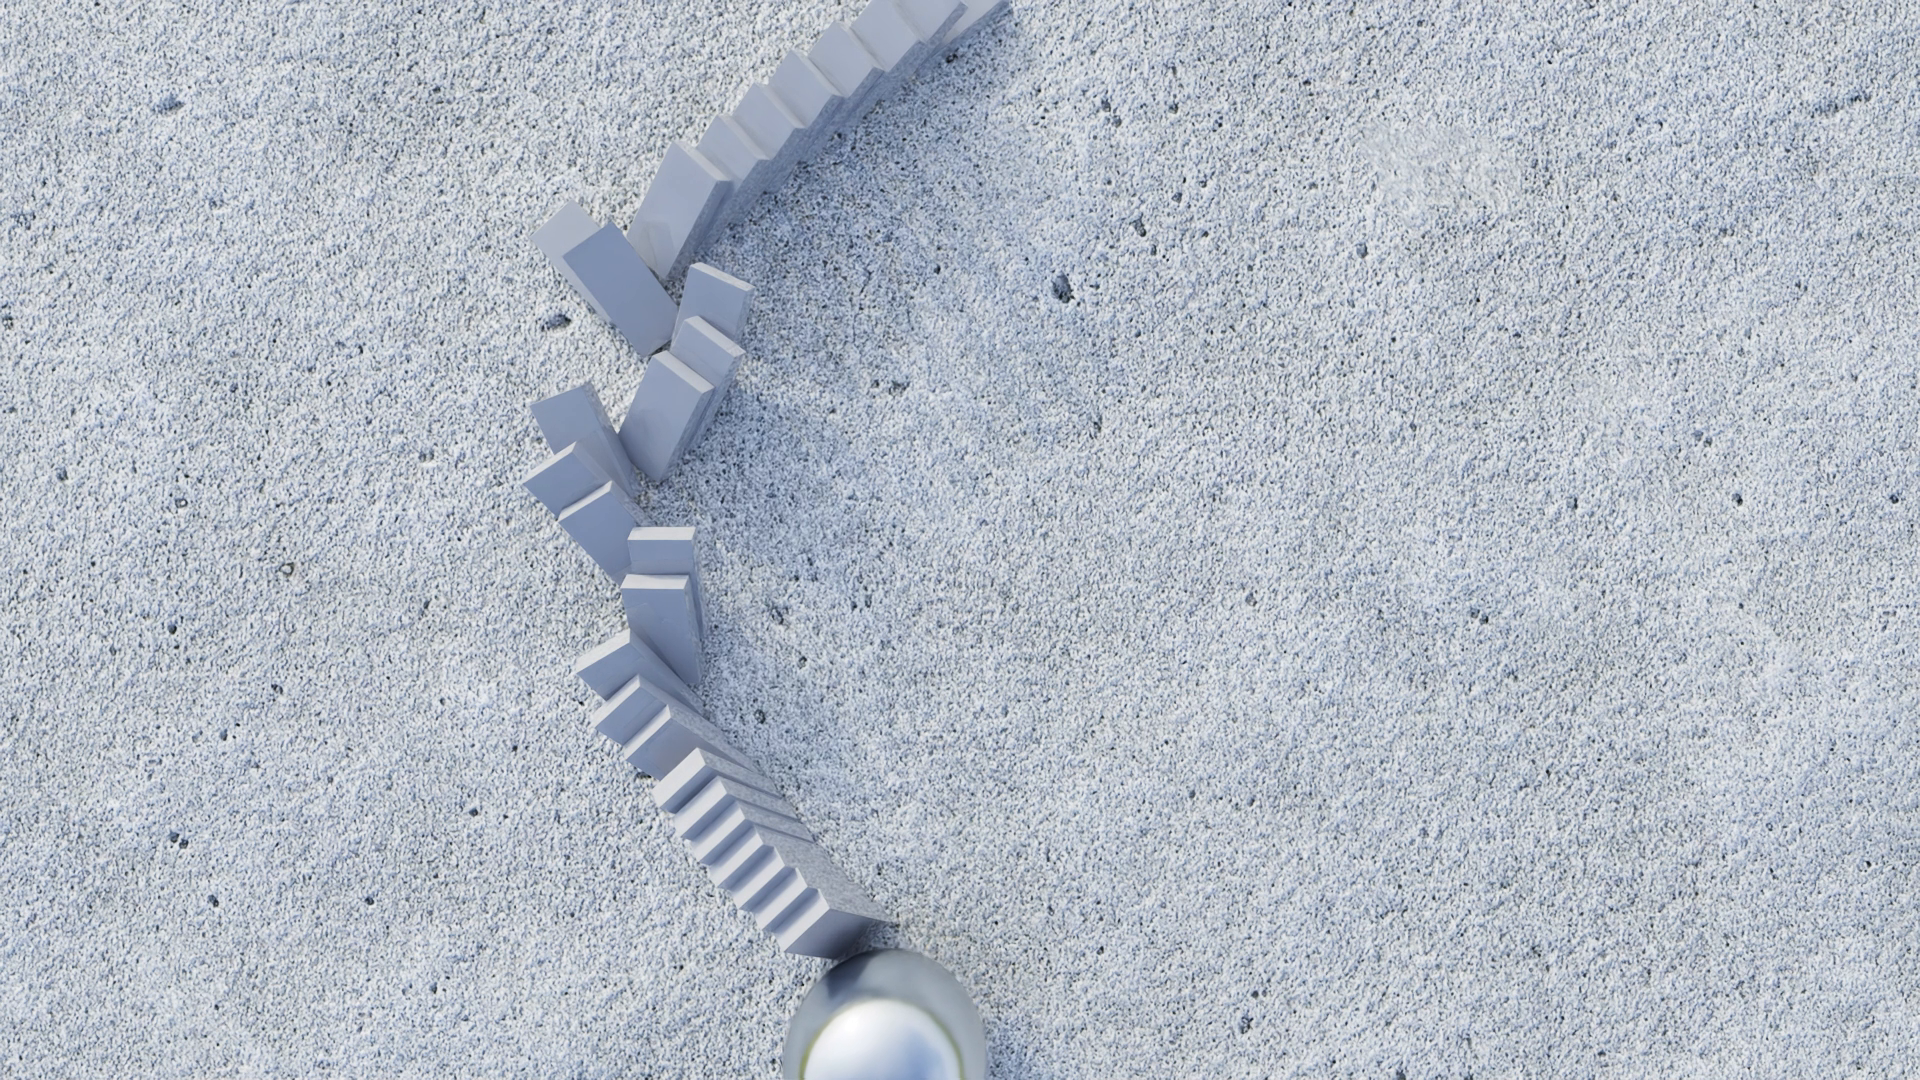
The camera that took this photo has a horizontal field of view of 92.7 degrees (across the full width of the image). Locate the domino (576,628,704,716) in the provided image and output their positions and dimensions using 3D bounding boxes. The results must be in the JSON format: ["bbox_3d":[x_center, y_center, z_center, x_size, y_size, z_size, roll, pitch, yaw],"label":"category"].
[{"bbox_3d":[-0.132,0.062,0.381,0.025,0.009,0.050,-30,125,2],"label":"domino"}]

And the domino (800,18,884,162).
[{"bbox_3d":[-0.058,-0.187,0.384,0.050,0.009,0.025,-39,90,28],"label":"domino"}]

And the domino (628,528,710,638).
[{"bbox_3d":[-0.121,0.018,0.382,0.025,0.010,0.050,0,123,-4],"label":"domino"}]

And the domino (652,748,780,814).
[{"bbox_3d":[-0.100,0.105,0.378,0.025,0.050,0.010,-43,50,0],"label":"domino"}]

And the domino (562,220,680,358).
[{"bbox_3d":[-0.139,-0.105,0.384,0.025,0.010,0.050,-36,115,-3],"label":"domino"}]

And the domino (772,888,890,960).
[{"bbox_3d":[-0.052,0.159,0.377,0.025,0.050,0.009,-43,53,0],"label":"domino"}]

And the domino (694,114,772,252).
[{"bbox_3d":[-0.104,-0.149,0.384,0.025,0.009,0.050,48,119,0],"label":"domino"}]

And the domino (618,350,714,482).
[{"bbox_3d":[-0.125,-0.051,0.383,0.025,0.009,0.050,37,120,0],"label":"domino"}]

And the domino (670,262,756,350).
[{"bbox_3d":[-0.105,-0.087,0.384,0.025,0.009,0.050,24,118,0],"label":"domino"}]

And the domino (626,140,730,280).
[{"bbox_3d":[-0.119,-0.137,0.383,0.025,0.009,0.050,42,119,3],"label":"domino"}]

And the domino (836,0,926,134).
[{"bbox_3d":[-0.041,-0.199,0.384,0.050,0.009,0.025,-37,91,27],"label":"domino"}]

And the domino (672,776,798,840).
[{"bbox_3d":[-0.092,0.115,0.377,0.025,0.050,0.009,-43,53,0],"label":"domino"}]

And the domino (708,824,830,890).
[{"bbox_3d":[-0.077,0.134,0.377,0.025,0.050,0.010,-43,53,0],"label":"domino"}]

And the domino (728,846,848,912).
[{"bbox_3d":[-0.069,0.143,0.377,0.025,0.050,0.009,-43,53,0],"label":"domino"}]

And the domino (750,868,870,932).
[{"bbox_3d":[-0.060,0.151,0.377,0.025,0.050,0.009,-43,53,0],"label":"domino"}]

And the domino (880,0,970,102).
[{"bbox_3d":[-0.023,-0.213,0.384,0.050,0.009,0.025,-39,90,27],"label":"domino"}]

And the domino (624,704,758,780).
[{"bbox_3d":[-0.112,0.092,0.382,0.025,0.010,0.050,-43,124,0],"label":"domino"}]

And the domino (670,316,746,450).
[{"bbox_3d":[-0.112,-0.065,0.384,0.025,0.010,0.050,37,120,0],"label":"domino"}]

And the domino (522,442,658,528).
[{"bbox_3d":[-0.153,-0.014,0.381,0.025,0.009,0.050,-30,122,8],"label":"domino"}]

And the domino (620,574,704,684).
[{"bbox_3d":[-0.123,0.038,0.382,0.025,0.009,0.050,1,123,-1],"label":"domino"}]

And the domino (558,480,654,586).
[{"bbox_3d":[-0.139,0.002,0.382,0.025,0.010,0.050,-30,122,4],"label":"domino"}]

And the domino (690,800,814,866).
[{"bbox_3d":[-0.085,0.125,0.377,0.025,0.050,0.009,-43,53,0],"label":"domino"}]

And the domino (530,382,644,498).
[{"bbox_3d":[-0.157,-0.038,0.386,0.025,0.009,0.050,-18,108,10],"label":"domino"}]

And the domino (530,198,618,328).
[{"bbox_3d":[-0.158,-0.119,0.395,0.025,0.010,0.050,-42,90,0],"label":"domino"}]

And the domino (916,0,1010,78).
[{"bbox_3d":[-0.006,-0.227,0.395,0.050,0.009,0.025,-39,90,0],"label":"domino"}]

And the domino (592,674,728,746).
[{"bbox_3d":[-0.124,0.079,0.382,0.025,0.010,0.050,-42,124,1],"label":"domino"}]

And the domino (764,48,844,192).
[{"bbox_3d":[-0.074,-0.175,0.384,0.025,0.010,0.050,48,119,0],"label":"domino"}]

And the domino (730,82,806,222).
[{"bbox_3d":[-0.089,-0.162,0.384,0.025,0.010,0.050,48,119,0],"label":"domino"}]

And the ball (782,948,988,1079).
[{"bbox_3d":[-0.029,0.204,0.360,0.080,0.080,0.080,0,90,0],"label":"ball"}]
